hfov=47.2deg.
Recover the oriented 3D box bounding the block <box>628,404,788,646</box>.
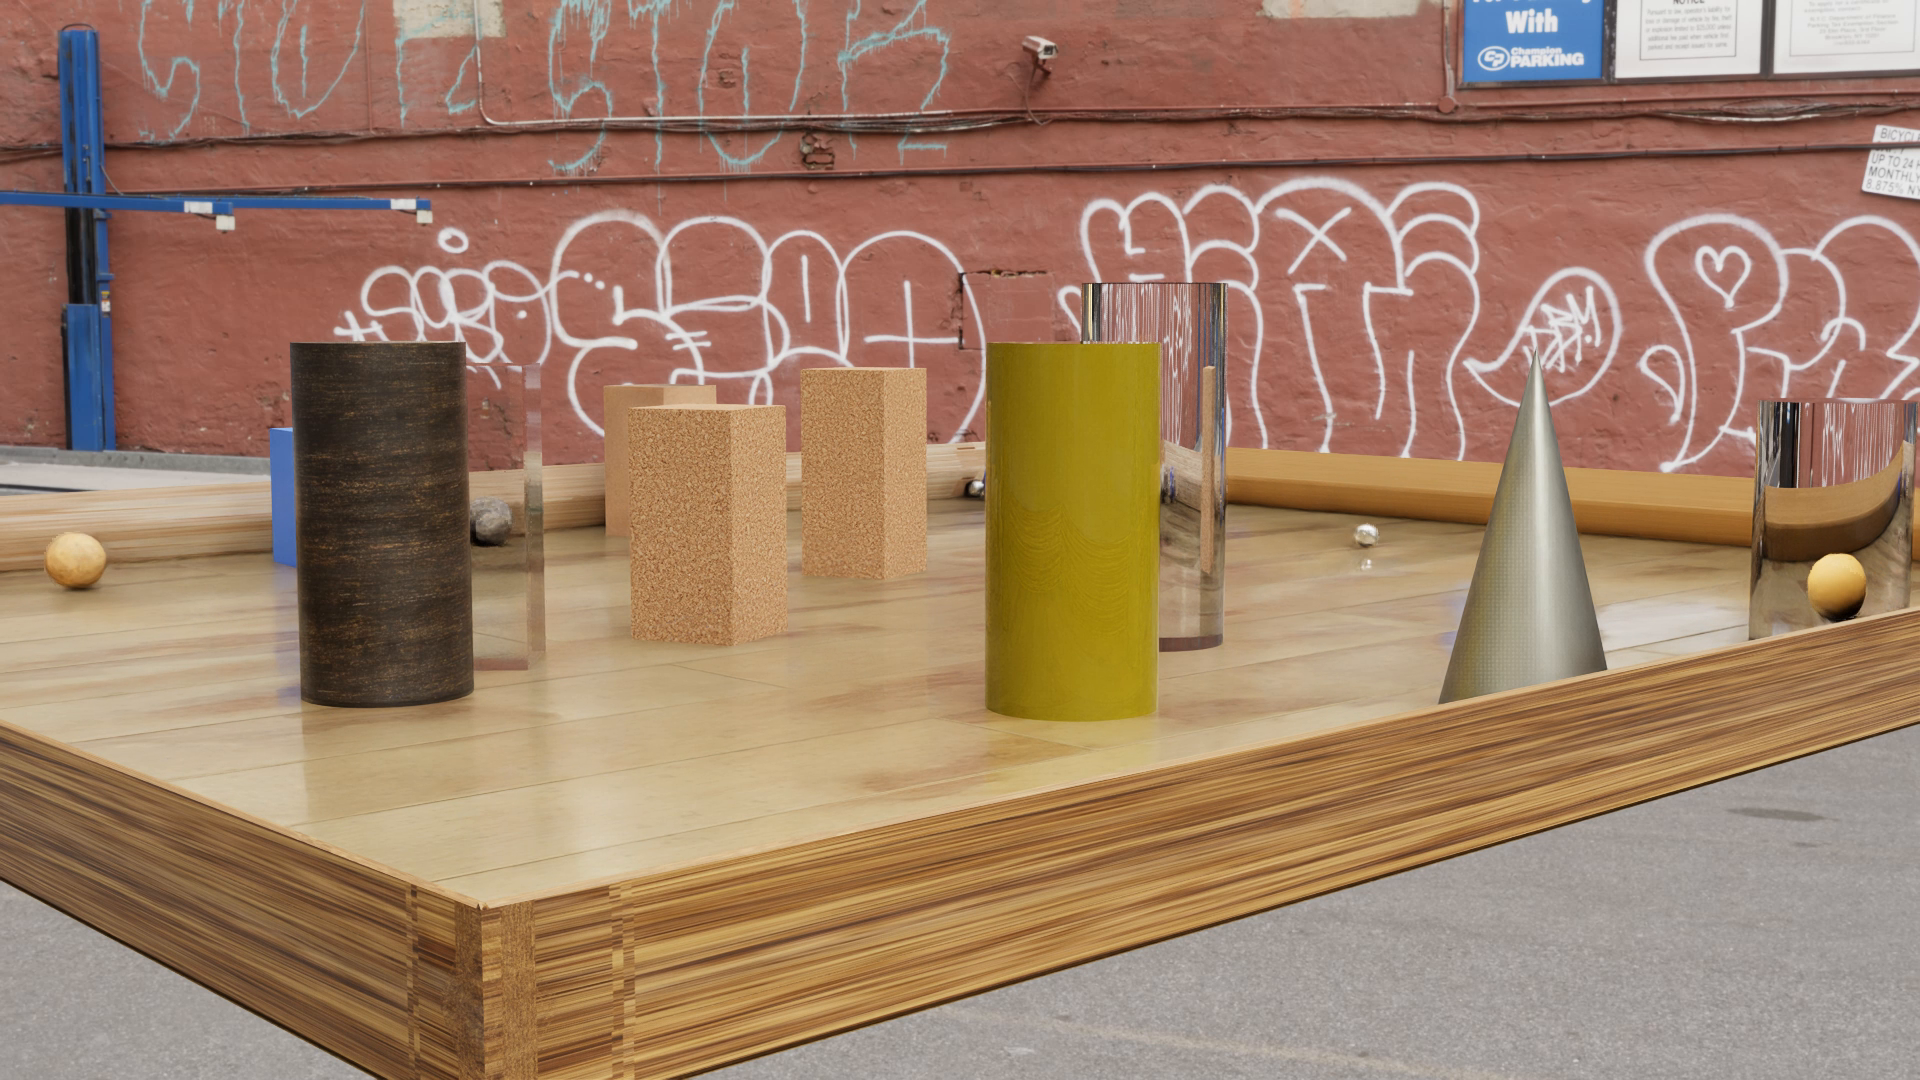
[{"bbox_3d":[-0.343,-0.025,3.007,0.157,0.313,0.157,3,6,23],"label":"block"}]

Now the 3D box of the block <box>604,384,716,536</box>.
[{"bbox_3d":[-0.594,-0.159,4.370,0.157,0.295,0.157,4,7,33],"label":"block"}]

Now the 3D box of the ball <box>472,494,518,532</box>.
[{"bbox_3d":[-0.909,-0.048,4.299,0.088,0.088,0.088,0,6,0],"label":"ball"}]

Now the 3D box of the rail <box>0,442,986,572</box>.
[{"bbox_3d":[-0.945,-0.073,4.350,3.310,0.127,0.045,-5,8,-42],"label":"rail"}]

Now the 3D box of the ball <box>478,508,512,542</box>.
[{"bbox_3d":[-0.892,-0.028,4.224,0.065,0.065,0.065,0,6,0],"label":"ball"}]

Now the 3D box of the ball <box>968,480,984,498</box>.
[{"bbox_3d":[0.038,-0.121,5.230,0.041,0.041,0.041,0,6,0],"label":"ball"}]

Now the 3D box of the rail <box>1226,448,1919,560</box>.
[{"bbox_3d":[1.199,-0.082,4.432,0.045,0.127,2.833,-5,8,-42],"label":"rail"}]

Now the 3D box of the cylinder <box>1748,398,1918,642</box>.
[{"bbox_3d":[1.140,-0.019,2.876,0.196,0.327,0.196,0,6,0],"label":"cylinder"}]

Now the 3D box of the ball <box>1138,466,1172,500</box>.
[{"bbox_3d":[0.457,-0.133,5.150,0.080,0.080,0.080,0,6,0],"label":"ball"}]

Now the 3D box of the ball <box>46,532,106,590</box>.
[{"bbox_3d":[-1.413,0.034,3.514,0.090,0.090,0.090,0,6,0],"label":"ball"}]

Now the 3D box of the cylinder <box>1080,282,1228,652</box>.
[{"bbox_3d":[0.258,-0.102,2.943,0.196,0.479,0.196,0,6,0],"label":"cylinder"}]

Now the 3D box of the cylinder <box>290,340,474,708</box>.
[{"bbox_3d":[-0.667,-0.024,2.542,0.196,0.408,0.196,0,6,0],"label":"cylinder"}]

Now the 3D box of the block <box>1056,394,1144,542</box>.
[{"bbox_3d":[0.270,-0.141,4.282,0.157,0.278,0.157,0,6,-1],"label":"block"}]

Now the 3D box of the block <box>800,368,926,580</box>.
[{"bbox_3d":[-0.162,-0.117,3.724,0.157,0.346,0.157,3,7,25],"label":"block"}]

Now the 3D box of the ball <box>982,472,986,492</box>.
[{"bbox_3d":[0.096,-0.137,5.161,0.086,0.086,0.086,0,6,0],"label":"ball"}]

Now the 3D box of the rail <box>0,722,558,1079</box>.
[{"bbox_3d":[-1.199,0.148,2.232,0.045,0.127,2.833,-5,8,-42],"label":"rail"}]

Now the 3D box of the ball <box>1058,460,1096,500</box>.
[{"bbox_3d":[0.277,-0.140,5.172,0.091,0.091,0.091,0,6,0],"label":"ball"}]

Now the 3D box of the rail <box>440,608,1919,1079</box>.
[{"bbox_3d":[0.945,0.140,2.314,3.310,0.127,0.045,-5,8,-42],"label":"rail"}]

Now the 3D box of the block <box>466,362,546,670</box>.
[{"bbox_3d":[-0.617,-0.033,2.779,0.157,0.376,0.157,0,6,-3],"label":"block"}]

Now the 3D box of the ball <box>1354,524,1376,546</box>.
[{"bbox_3d":[0.766,-0.009,4.155,0.042,0.042,0.042,0,6,0],"label":"ball"}]

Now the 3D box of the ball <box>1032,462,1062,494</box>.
[{"bbox_3d":[0.215,-0.151,5.344,0.076,0.076,0.076,0,6,0],"label":"ball"}]

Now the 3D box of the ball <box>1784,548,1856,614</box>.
[{"bbox_3d":[1.259,0.060,3.221,0.098,0.098,0.098,0,6,0],"label":"ball"}]

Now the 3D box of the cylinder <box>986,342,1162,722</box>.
[{"bbox_3d":[0.126,-0.016,2.462,0.196,0.408,0.196,0,6,0],"label":"cylinder"}]

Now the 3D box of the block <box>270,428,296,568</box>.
[{"bbox_3d":[-1.110,-0.078,3.875,0.157,0.236,0.157,-4,7,-35],"label":"block"}]

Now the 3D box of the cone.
[{"bbox_3d":[0.614,-0.005,2.363,0.196,0.407,0.196,0,6,0],"label":"cone"}]
